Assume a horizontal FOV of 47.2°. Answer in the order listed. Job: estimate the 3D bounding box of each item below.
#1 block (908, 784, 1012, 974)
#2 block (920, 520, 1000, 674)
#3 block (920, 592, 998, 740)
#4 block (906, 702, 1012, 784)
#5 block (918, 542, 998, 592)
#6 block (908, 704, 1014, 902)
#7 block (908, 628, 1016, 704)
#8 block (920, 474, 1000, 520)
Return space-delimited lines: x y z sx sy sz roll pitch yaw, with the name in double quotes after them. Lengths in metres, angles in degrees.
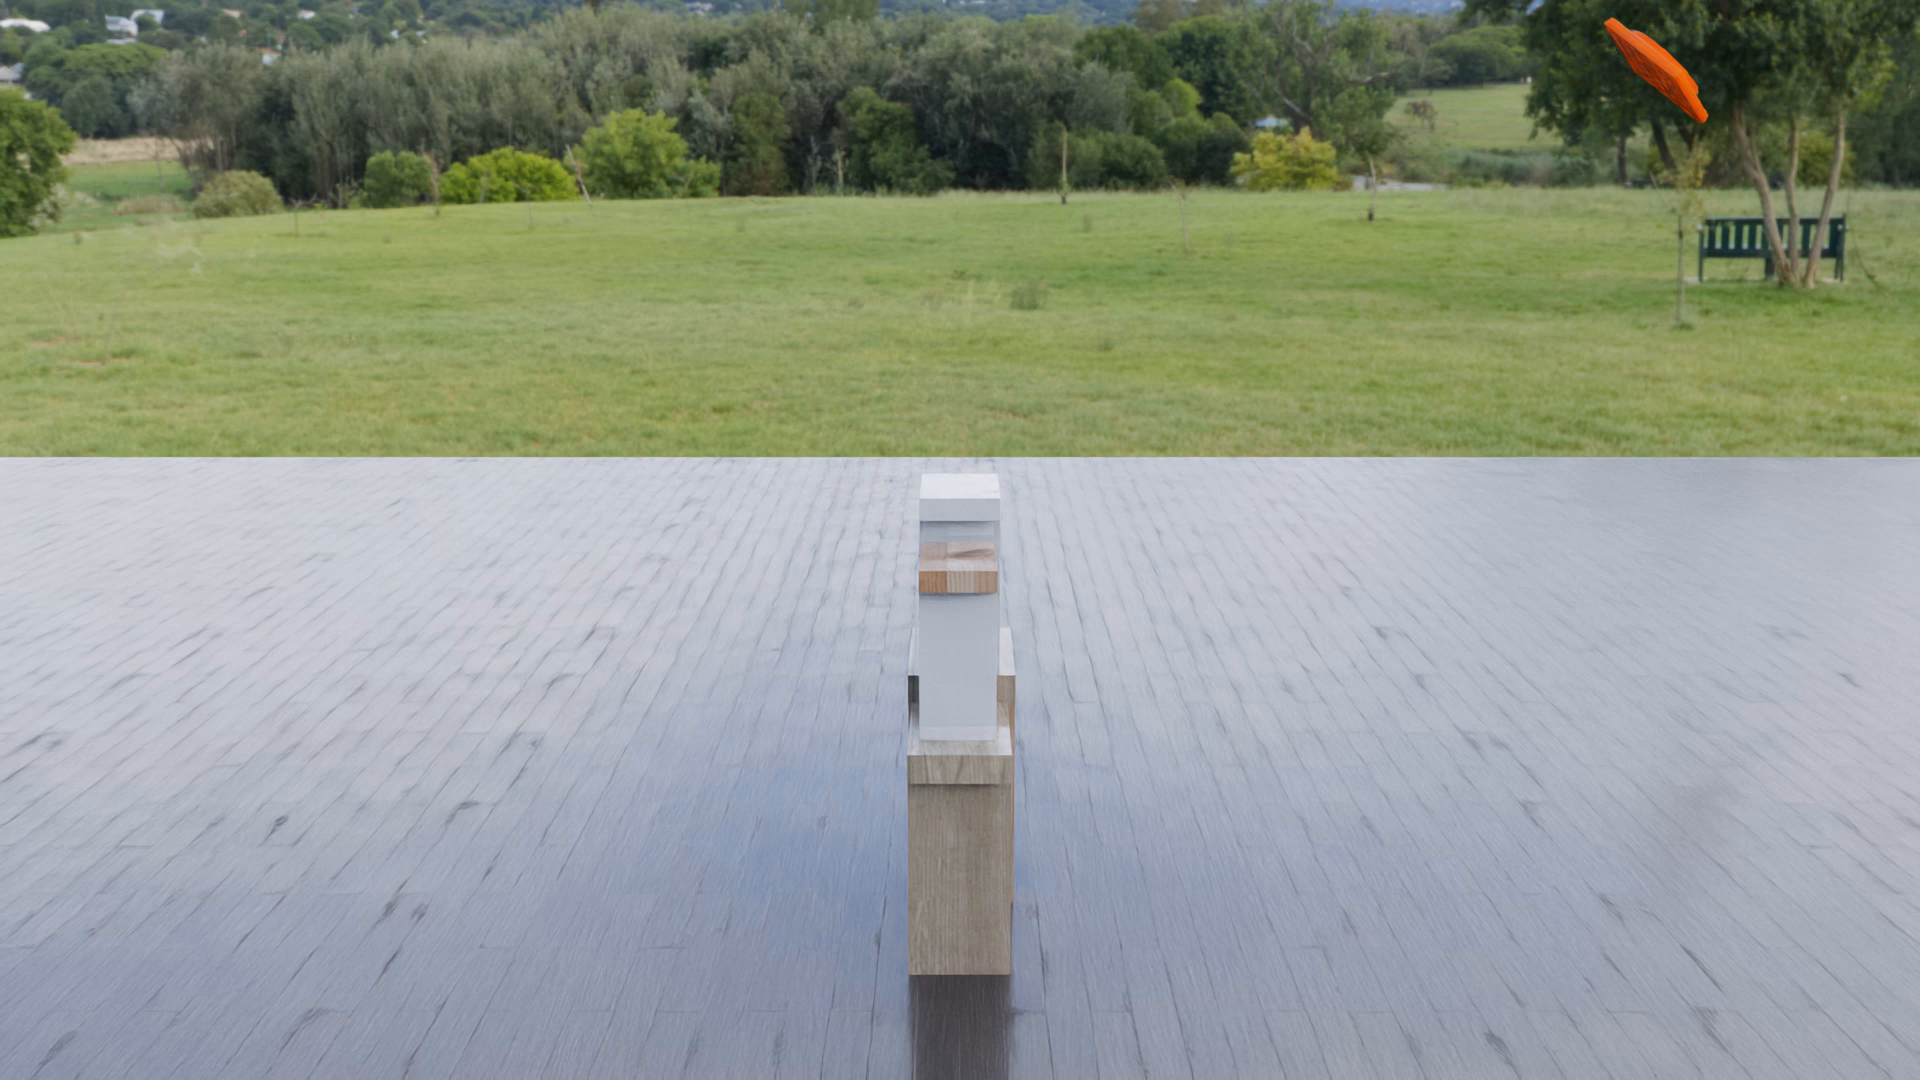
-0.001 0.500 3.310 0.154 0.308 0.044 0 11 0 "block"
0.000 0.087 3.522 0.127 0.255 0.036 0 11 0 "block"
-0.003 0.184 3.296 0.116 0.231 0.033 0 11 0 "block"
-0.001 0.309 3.379 0.154 0.044 0.308 0 11 0 "block"
-0.003 0.040 3.348 0.116 0.033 0.231 0 11 0 "block"
0.003 0.424 3.620 0.172 0.345 0.049 0 11 0 "block"
0.003 0.209 3.697 0.172 0.049 0.345 0 11 0 "block"
0.000 -0.071 3.579 0.127 0.036 0.255 0 11 0 "block"
